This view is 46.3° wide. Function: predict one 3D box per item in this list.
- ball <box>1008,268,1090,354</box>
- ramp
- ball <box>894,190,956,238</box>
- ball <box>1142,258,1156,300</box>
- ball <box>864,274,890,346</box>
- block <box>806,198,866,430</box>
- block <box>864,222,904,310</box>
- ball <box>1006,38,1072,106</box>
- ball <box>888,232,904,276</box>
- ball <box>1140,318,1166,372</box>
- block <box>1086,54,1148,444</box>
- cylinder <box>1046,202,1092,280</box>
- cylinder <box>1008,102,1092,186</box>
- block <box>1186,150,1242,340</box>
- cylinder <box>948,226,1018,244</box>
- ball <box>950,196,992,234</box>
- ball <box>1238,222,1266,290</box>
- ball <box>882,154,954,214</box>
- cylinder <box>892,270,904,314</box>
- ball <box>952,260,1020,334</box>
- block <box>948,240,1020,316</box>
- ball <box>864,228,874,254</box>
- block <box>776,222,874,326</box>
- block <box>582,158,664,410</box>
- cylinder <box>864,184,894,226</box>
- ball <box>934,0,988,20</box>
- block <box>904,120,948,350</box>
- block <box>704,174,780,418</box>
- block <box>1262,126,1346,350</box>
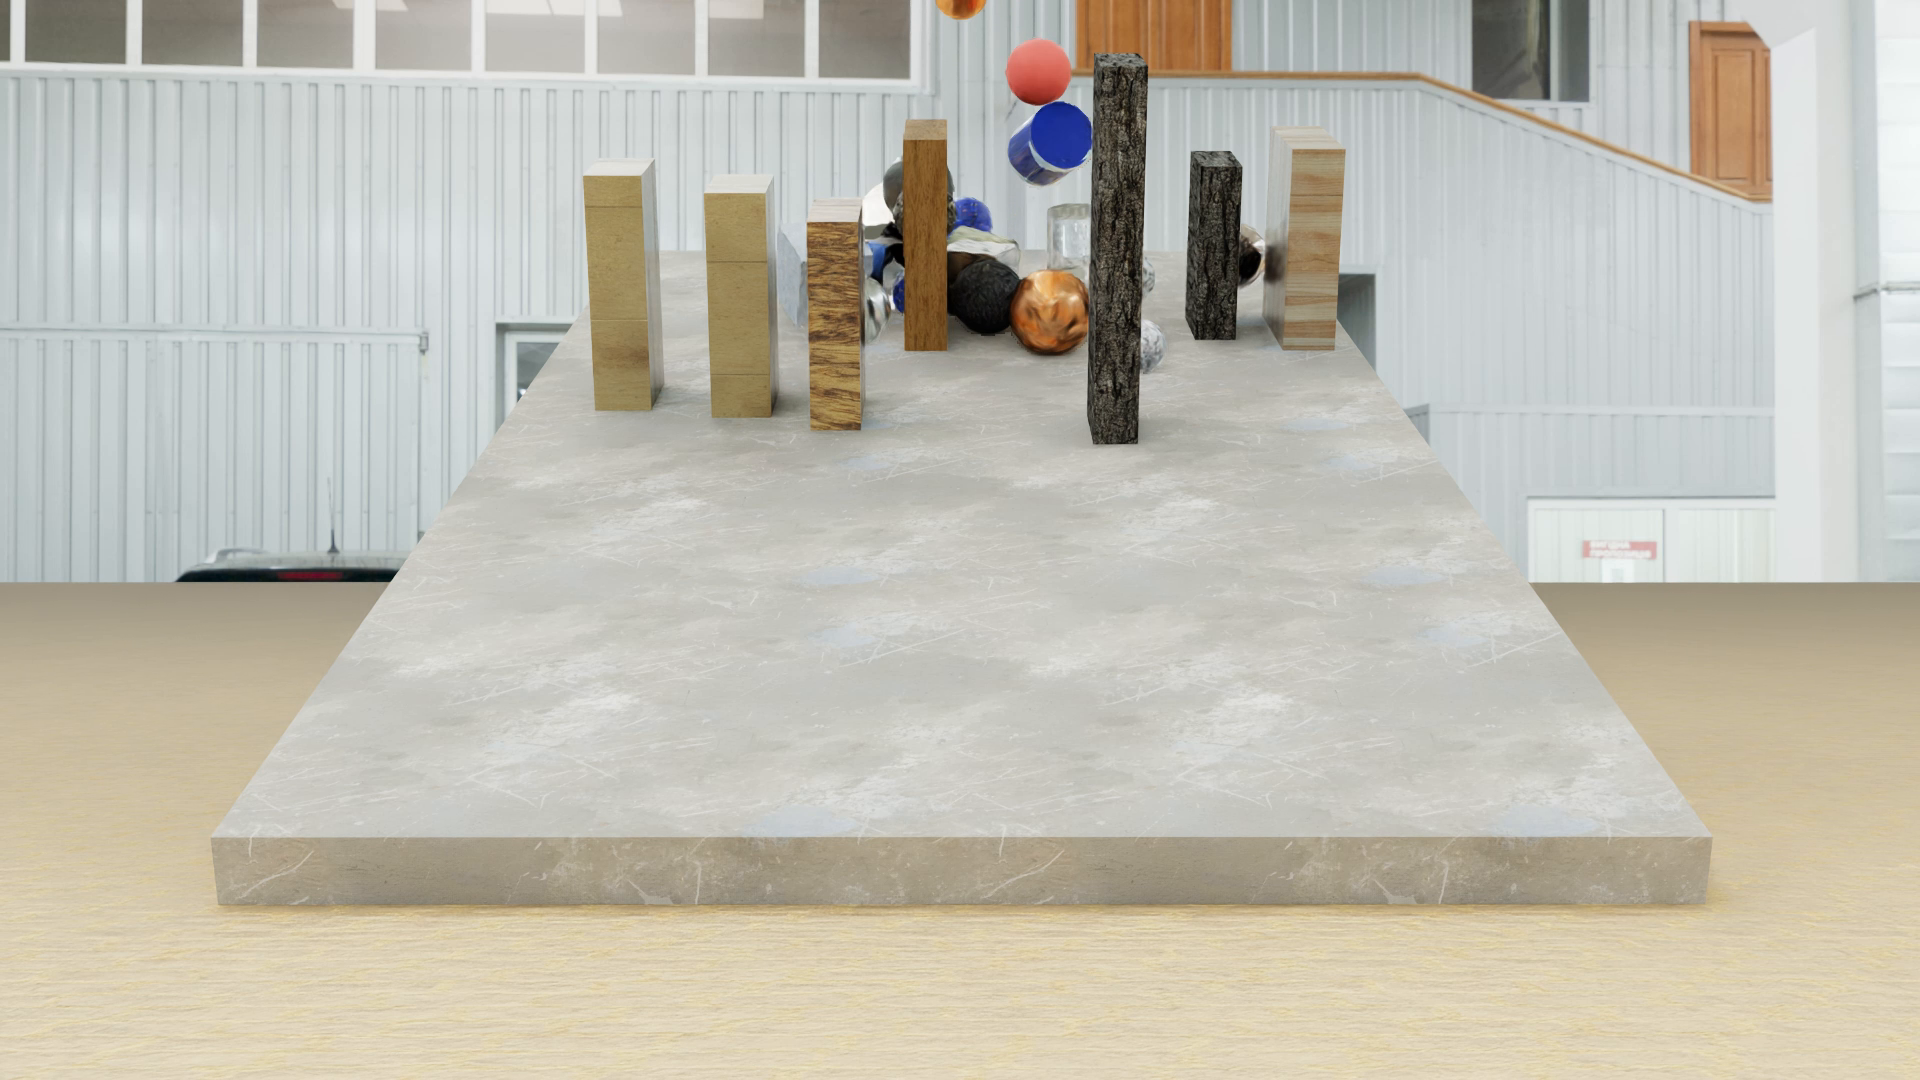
[{"bbox_3d":[0.223,-0.561,5.514,0.210,0.210,0.210,0,-1,0],"label":"ball"},{"bbox_3d":[-0.004,-0.192,4.899,2.000,0.100,4.000,0,19,0],"label":"ramp"},{"bbox_3d":[-0.092,-0.860,5.923,0.168,0.168,0.168,0,-1,0],"label":"ball"},{"bbox_3d":[0.418,-0.644,5.514,0.123,0.123,0.123,0,-1,0],"label":"ball"},{"bbox_3d":[-0.244,-0.530,5.169,0.170,0.170,0.170,0,-1,0],"label":"ball"},{"bbox_3d":[-0.270,-0.500,4.939,0.109,0.457,0.284,0,19,0],"label":"block"},{"bbox_3d":[-0.199,-0.742,6.074,0.179,0.179,0.179,-17,30,-40],"label":"block"},{"bbox_3d":[0.216,-1.290,6.187,0.181,0.181,0.181,0,-1,0],"label":"ball"},{"bbox_3d":[-0.114,-0.790,6.254,0.173,0.173,0.173,0,-1,0],"label":"ball"},{"bbox_3d":[0.428,-0.463,5.350,0.129,0.129,0.129,0,-1,0],"label":"ball"},{"bbox_3d":[0.331,-0.617,4.765,0.095,0.792,0.240,0,19,0],"label":"block"},{"bbox_3d":[0.336,-0.853,6.410,0.176,0.176,0.176,-2,25,1],"label":"cylinder"},{"bbox_3d":[0.253,-1.103,6.265,0.188,0.188,0.188,0,-7,-19],"label":"cylinder"},{"bbox_3d":[0.646,-0.755,5.735,0.103,0.438,0.254,0,19,0],"label":"block"},{"bbox_3d":[0.058,-0.771,6.186,0.158,0.158,0.158,20,9,27],"label":"cylinder"},{"bbox_3d":[0.016,-0.950,6.747,0.164,0.164,0.164,0,-1,0],"label":"ball"},{"bbox_3d":[0.726,-0.754,5.964,0.182,0.182,0.182,0,-1,0],"label":"ball"},{"bbox_3d":[-0.116,-0.968,6.175,0.199,0.199,0.199,0,-1,0],"label":"ball"},{"bbox_3d":[-0.125,-0.656,5.938,0.107,0.107,0.107,0,19,-1],"label":"cylinder"},{"bbox_3d":[0.072,-0.620,5.724,0.187,0.187,0.187,0,-1,0],"label":"ball"},{"bbox_3d":[0.046,-0.694,5.966,0.170,0.170,0.170,8,19,22],"label":"block"},{"bbox_3d":[-0.314,-0.898,6.584,0.168,0.168,0.168,0,-1,0],"label":"ball"},{"bbox_3d":[-0.359,-0.698,5.864,0.194,0.194,0.194,-8,38,-22],"label":"block"},{"bbox_3d":[-0.755,-0.579,5.064,0.126,0.527,0.243,0,19,0],"label":"block"},{"bbox_3d":[-0.185,-0.905,6.398,0.173,0.173,0.173,0,-16,7],"label":"cylinder"},{"bbox_3d":[0.002,-1.521,6.216,0.156,0.156,0.156,0,-1,0],"label":"ball"},{"bbox_3d":[-0.085,-0.773,5.655,0.106,0.521,0.355,0,19,0],"label":"block"},{"bbox_3d":[-0.485,-0.547,5.014,0.132,0.499,0.247,0,19,0],"label":"block"},{"bbox_3d":[0.866,-0.770,5.686,0.129,0.498,0.393,0,19,0],"label":"block"}]
